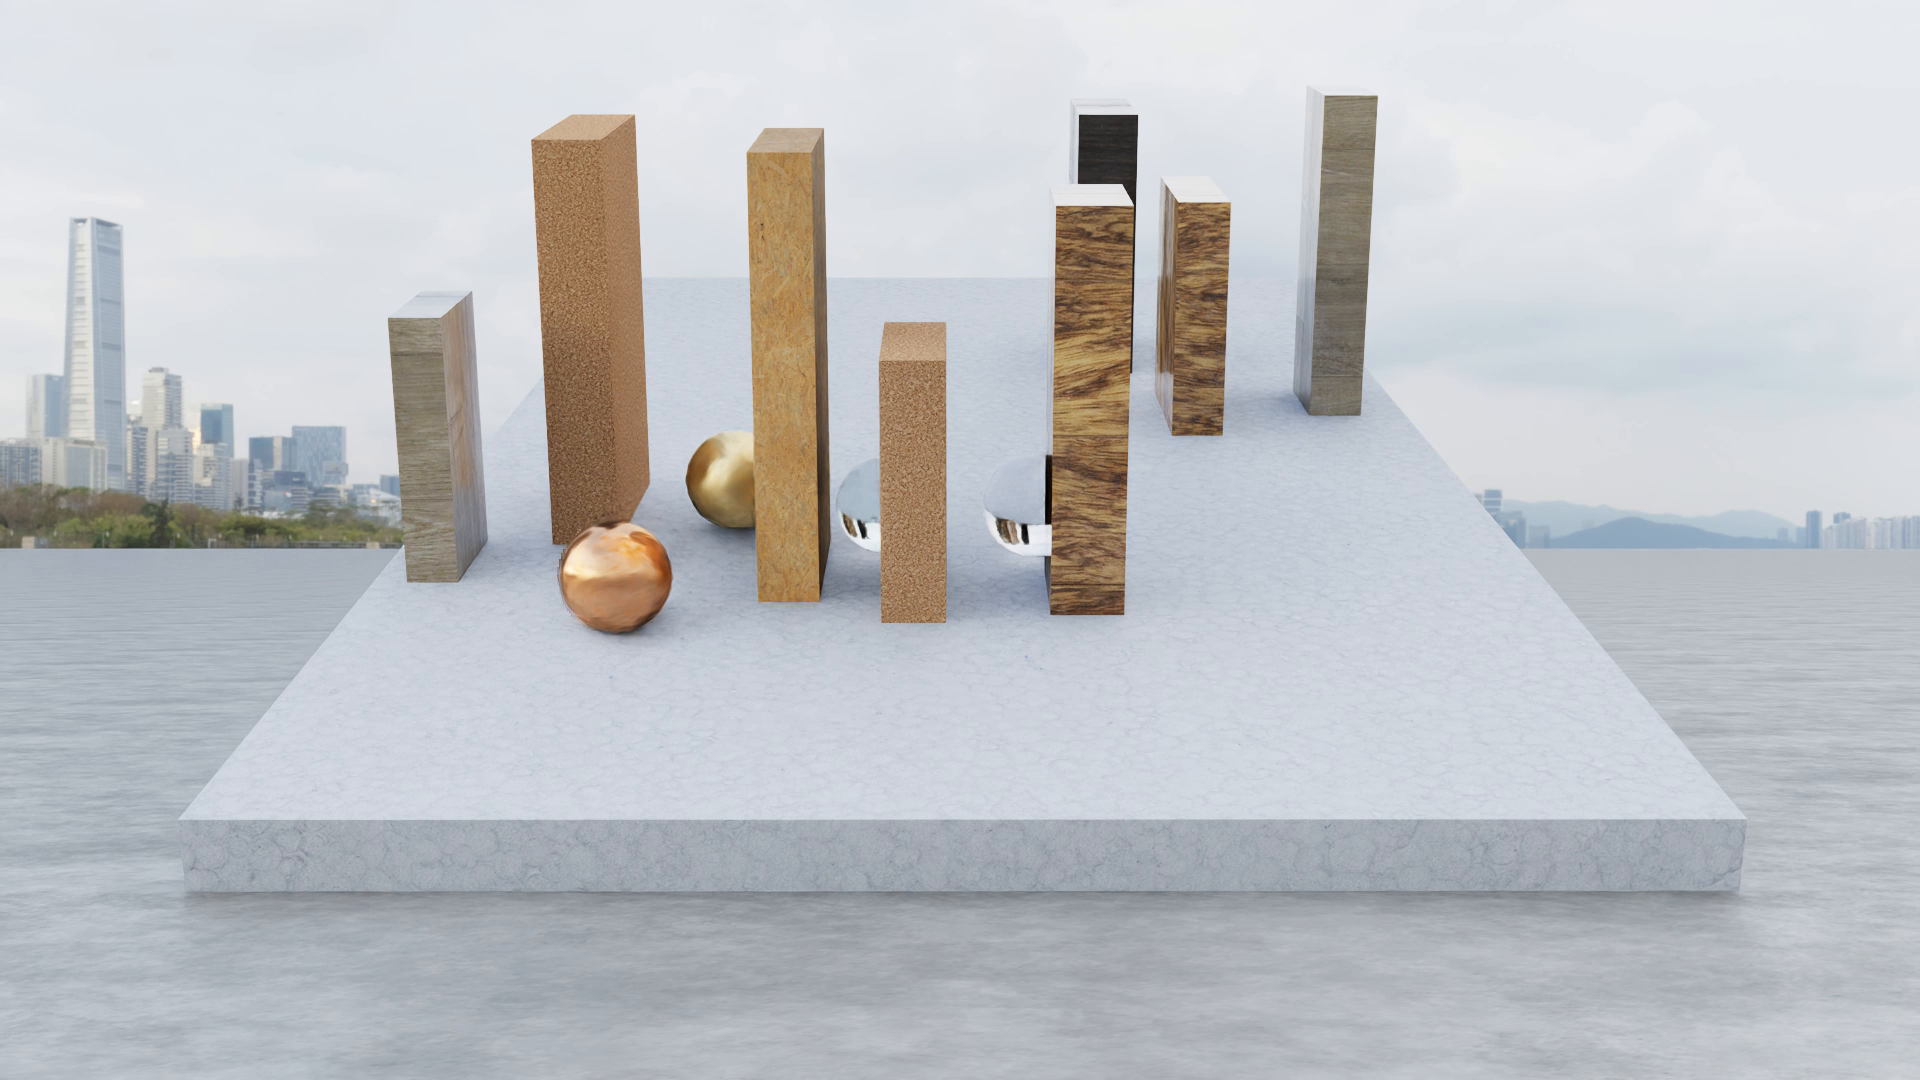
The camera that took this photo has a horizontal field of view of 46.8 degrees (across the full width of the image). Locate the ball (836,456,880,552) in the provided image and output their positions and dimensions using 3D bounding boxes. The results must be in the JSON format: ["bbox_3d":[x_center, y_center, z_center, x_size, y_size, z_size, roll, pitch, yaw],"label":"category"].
[{"bbox_3d":[-0.134,-0.062,3.925,0.171,0.171,0.171,0,0,0],"label":"ball"}]

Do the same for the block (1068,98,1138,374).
[{"bbox_3d":[0.347,-0.757,5.471,0.140,0.619,0.399,0,17,0],"label":"block"}]

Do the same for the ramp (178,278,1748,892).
[{"bbox_3d":[-0.003,-0.168,4.755,2.000,0.100,4.000,0,17,0],"label":"ramp"}]

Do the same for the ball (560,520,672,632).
[{"bbox_3d":[-0.544,0.058,3.511,0.177,0.177,0.177,0,0,0],"label":"ball"}]

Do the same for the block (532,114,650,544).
[{"bbox_3d":[-0.673,-0.398,4.088,0.119,0.721,0.427,0,17,0],"label":"block"}]

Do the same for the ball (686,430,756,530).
[{"bbox_3d":[-0.411,-0.110,4.066,0.182,0.182,0.182,0,0,0],"label":"ball"}]

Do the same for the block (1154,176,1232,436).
[{"bbox_3d":[0.510,-0.527,4.905,0.110,0.502,0.430,0,17,0],"label":"block"}]

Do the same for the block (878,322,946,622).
[{"bbox_3d":[-0.075,-0.117,3.657,0.104,0.431,0.312,0,17,0],"label":"block"}]

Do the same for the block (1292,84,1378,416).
[{"bbox_3d":[0.838,-0.651,4.969,0.115,0.705,0.251,0,17,0],"label":"block"}]

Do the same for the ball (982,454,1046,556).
[{"bbox_3d":[0.130,-0.061,3.904,0.181,0.181,0.181,0,0,0],"label":"ball"}]

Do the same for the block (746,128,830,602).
[{"bbox_3d":[-0.284,-0.303,3.738,0.102,0.739,0.360,0,17,0],"label":"block"}]

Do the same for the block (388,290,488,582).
[{"bbox_3d":[-0.897,-0.182,3.826,0.087,0.456,0.251,0,17,0],"label":"block"}]

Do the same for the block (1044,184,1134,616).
[{"bbox_3d":[0.207,-0.232,3.631,0.120,0.666,0.248,0,17,0],"label":"block"}]
